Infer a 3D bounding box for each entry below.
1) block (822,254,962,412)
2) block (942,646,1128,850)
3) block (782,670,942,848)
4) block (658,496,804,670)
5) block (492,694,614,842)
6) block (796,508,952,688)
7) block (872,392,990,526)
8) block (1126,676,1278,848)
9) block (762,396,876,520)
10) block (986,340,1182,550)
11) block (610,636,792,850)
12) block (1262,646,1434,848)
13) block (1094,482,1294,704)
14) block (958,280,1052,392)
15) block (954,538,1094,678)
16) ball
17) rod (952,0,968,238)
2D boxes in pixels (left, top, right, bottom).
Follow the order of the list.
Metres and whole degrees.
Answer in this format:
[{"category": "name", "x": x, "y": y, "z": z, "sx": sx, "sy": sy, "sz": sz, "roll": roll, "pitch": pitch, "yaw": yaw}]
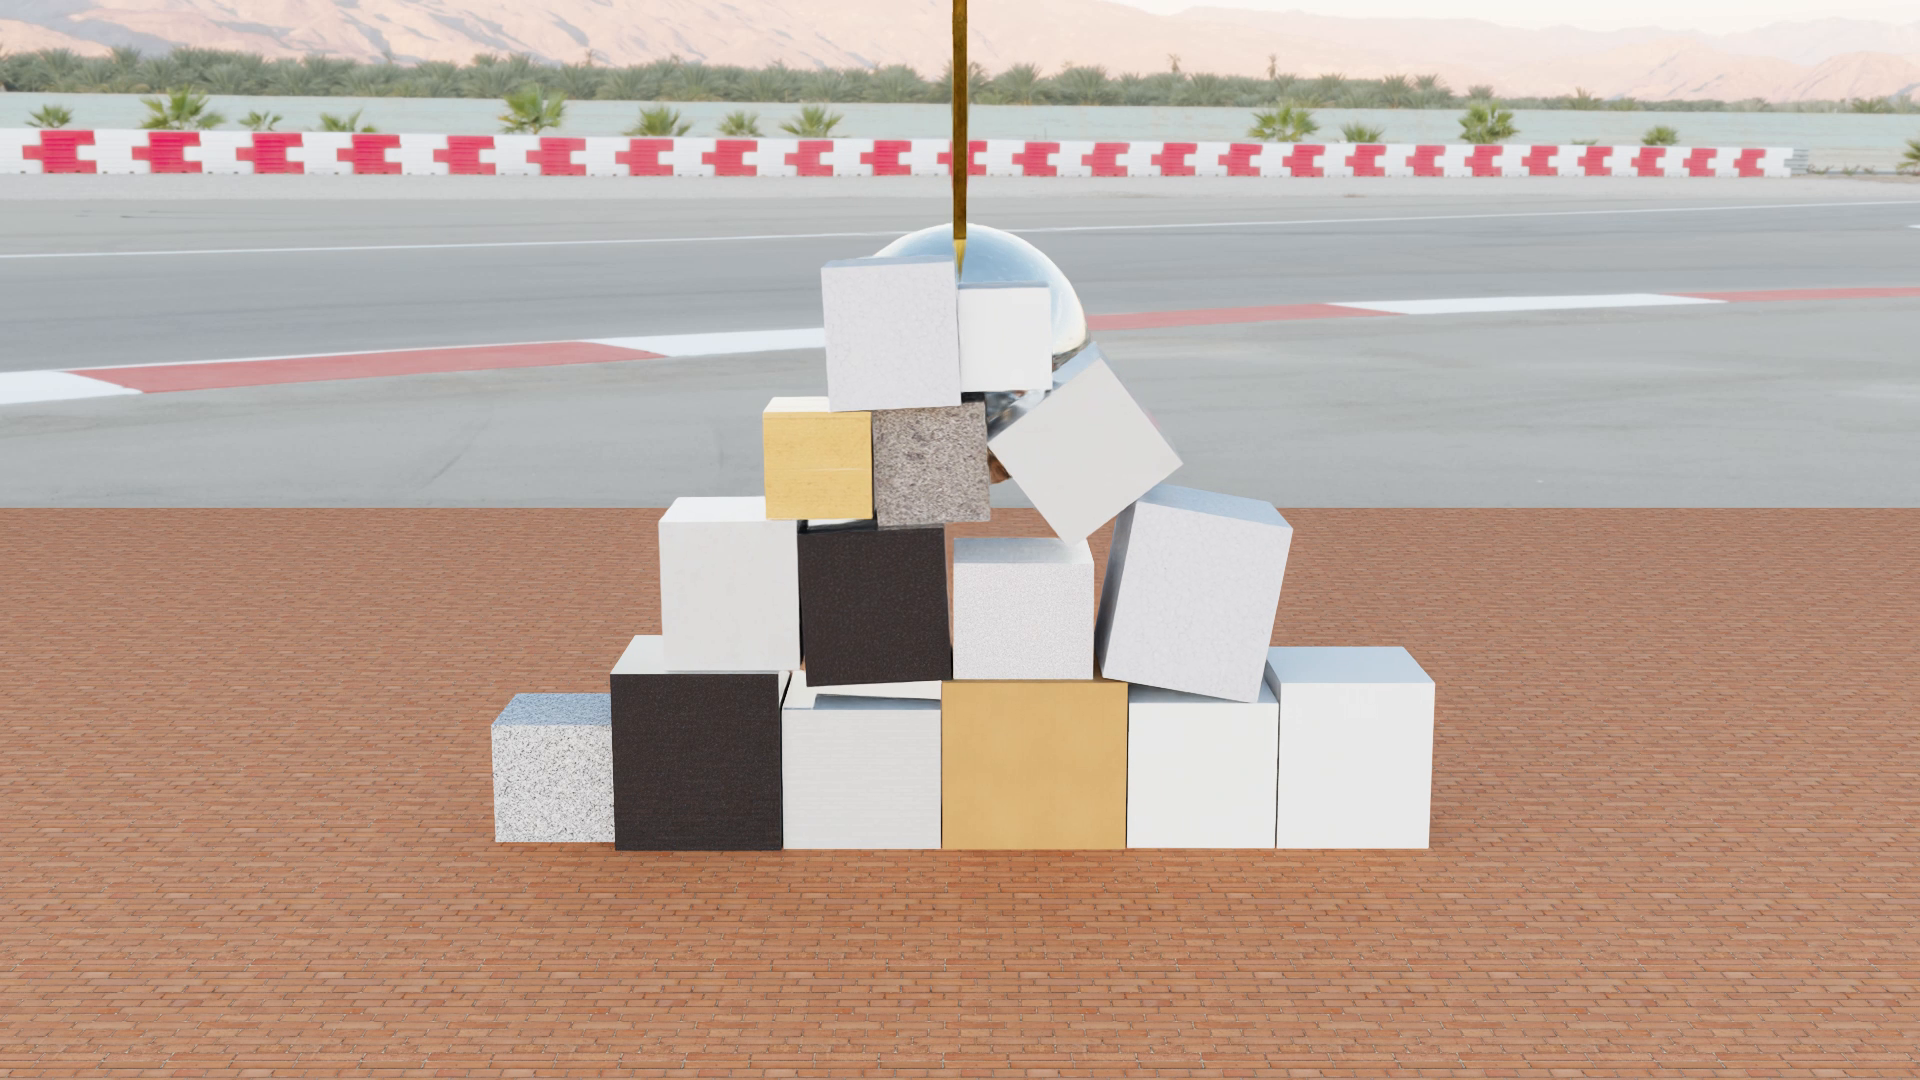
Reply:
[{"category": "block", "x": -0.331, "y": -1.045, "z": 10.992, "sx": 0.642, "sy": 0.697, "sz": 0.697, "roll": -3, "pitch": 11, "yaw": 1}, {"category": "block", "x": 0.371, "y": 1.056, "z": 11.360, "sx": 0.917, "sy": 0.858, "sz": 0.821, "roll": 0, "pitch": 10, "yaw": 0}, {"category": "block", "x": -0.491, "y": 1.123, "z": 11.381, "sx": 0.787, "sy": 0.718, "sz": 0.825, "roll": 0, "pitch": 10, "yaw": 0}, {"category": "block", "x": -1.137, "y": 0.210, "z": 11.218, "sx": 0.676, "sy": 0.750, "sz": 0.746, "roll": -1, "pitch": 11, "yaw": 0}, {"category": "block", "x": -2.044, "y": 1.172, "z": 11.408, "sx": 0.616, "sy": 0.612, "sz": 0.651, "roll": 0, "pitch": 10, "yaw": 0}, {"category": "block", "x": -0.422, "y": 0.271, "z": 11.213, "sx": 0.722, "sy": 0.771, "sz": 0.716, "roll": -3, "pitch": 10, "yaw": 1}, {"category": "block", "x": -0.142, "y": -0.420, "z": 11.118, "sx": 0.560, "sy": 0.593, "sz": 0.513, "roll": -3, "pitch": 10, "yaw": 1}, {"category": "block", "x": 1.210, "y": 1.109, "z": 11.374, "sx": 0.741, "sy": 0.749, "sz": 0.795, "roll": 0, "pitch": 10, "yaw": 0}, {"category": "block", "x": -0.696, "y": -0.421, "z": 11.081, "sx": 0.525, "sy": 0.532, "sz": 0.616, "roll": 0, "pitch": 11, "yaw": 0}, {"category": "block", "x": 0.618, "y": -0.489, "z": 11.078, "sx": 0.698, "sy": 0.668, "sz": 0.693, "roll": -37, "pitch": 8, "yaw": 8}, {"category": "block", "x": -1.311, "y": 1.031, "z": 11.350, "sx": 0.832, "sy": 0.910, "sz": 0.861, "roll": 0, "pitch": 10, "yaw": 0}, {"category": "block", "x": 1.973, "y": 1.058, "z": 11.363, "sx": 0.761, "sy": 0.853, "sz": 0.798, "roll": 0, "pitch": 10, "yaw": 0}, {"category": "block", "x": 1.166, "y": 0.240, "z": 11.215, "sx": 0.778, "sy": 0.895, "sz": 0.810, "roll": 10, "pitch": 10, "yaw": -2}, {"category": "block", "x": 0.222, "y": -1.023, "z": 10.997, "sx": 0.450, "sy": 0.501, "sz": 0.449, "roll": -2, "pitch": 11, "yaw": 0}, {"category": "block", "x": 0.315, "y": 0.341, "z": 11.258, "sx": 0.695, "sy": 0.586, "sz": 0.711, "roll": 0, "pitch": 10, "yaw": 0}, {"category": "ball", "x": 0.000, "y": -1.108, "z": 13.311, "sx": 1.600, "sy": 1.600, "sz": 1.600, "roll": 0, "pitch": 10, "yaw": 0}, {"category": "rod", "x": 0.000, "y": -3.967, "z": 11.470, "sx": 0.080, "sy": 5.200, "sz": 0.080, "roll": 0, "pitch": 33, "yaw": 0}]
